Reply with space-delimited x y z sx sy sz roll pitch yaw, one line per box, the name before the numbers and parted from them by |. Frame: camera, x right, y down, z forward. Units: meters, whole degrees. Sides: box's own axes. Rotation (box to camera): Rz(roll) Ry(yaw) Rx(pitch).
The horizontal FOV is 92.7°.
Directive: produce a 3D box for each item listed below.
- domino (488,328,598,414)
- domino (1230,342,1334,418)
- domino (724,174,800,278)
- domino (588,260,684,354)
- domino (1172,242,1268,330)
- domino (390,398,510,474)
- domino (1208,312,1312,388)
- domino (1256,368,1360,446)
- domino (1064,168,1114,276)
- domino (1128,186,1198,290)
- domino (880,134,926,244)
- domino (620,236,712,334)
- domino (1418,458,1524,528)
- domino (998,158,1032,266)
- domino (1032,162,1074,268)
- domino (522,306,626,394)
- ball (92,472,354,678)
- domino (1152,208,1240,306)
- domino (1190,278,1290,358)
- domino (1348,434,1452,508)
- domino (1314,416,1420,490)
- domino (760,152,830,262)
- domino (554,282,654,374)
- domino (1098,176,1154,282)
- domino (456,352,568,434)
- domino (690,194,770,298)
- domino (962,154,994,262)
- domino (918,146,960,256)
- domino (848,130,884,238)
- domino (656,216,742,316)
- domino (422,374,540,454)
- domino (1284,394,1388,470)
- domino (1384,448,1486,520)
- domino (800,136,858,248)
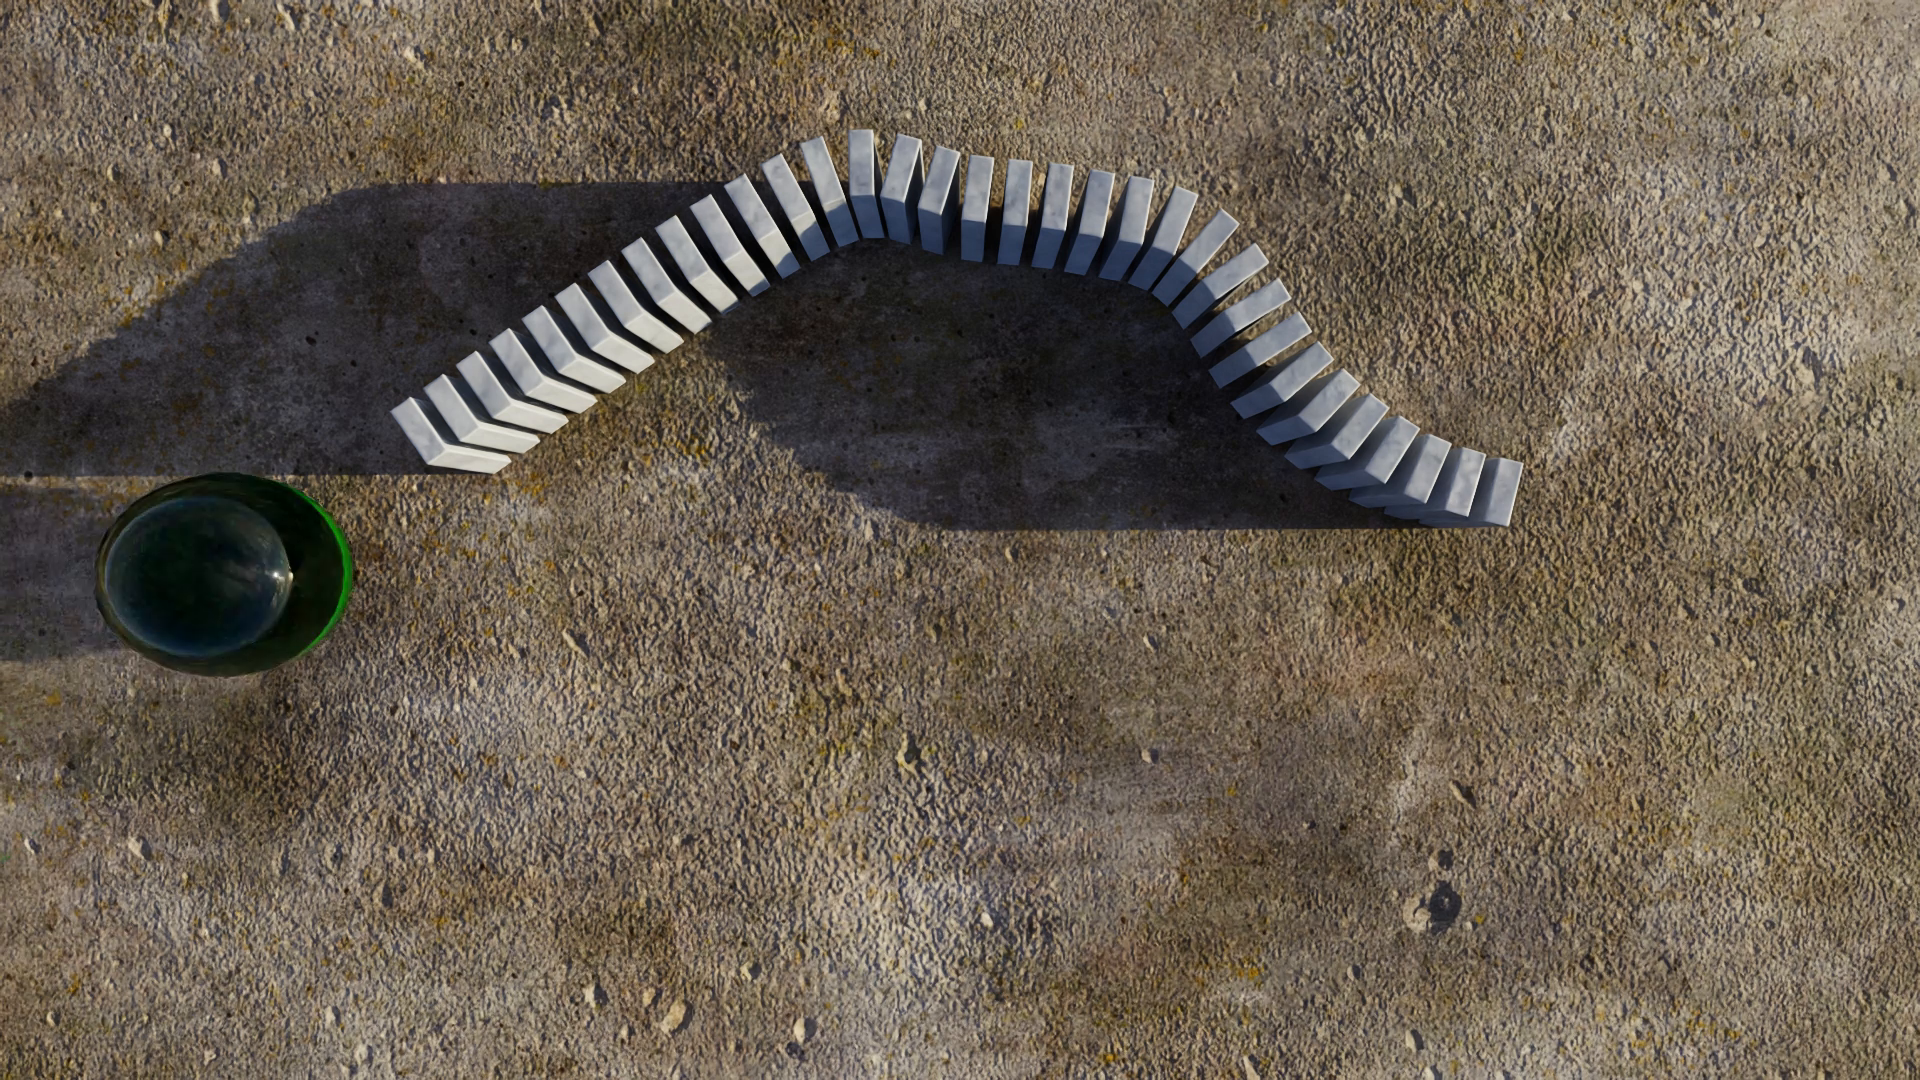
domino | -0.169 -0.068 0.375 0.009 0.050 0.025 -35 90 0
domino | 0.130 -0.064 0.375 0.025 0.050 0.010 -41 90 0
domino | -0.080 -0.127 0.375 0.009 0.050 0.025 -31 90 0
domino | -0.131 -0.094 0.375 0.010 0.050 0.025 -35 90 0
domino | 0.105 -0.103 0.375 0.025 0.050 0.010 -35 90 0
domino | -0.207 -0.042 0.375 0.009 0.050 0.025 -35 90 0
domino | 0.121 -0.077 0.375 0.025 0.050 0.009 -33 90 0
domino | 0.141 -0.053 0.375 0.010 0.050 0.025 43 90 0
domino | 0.052 -0.129 0.375 0.009 0.050 0.025 11 90 0
domino | 0.082 -0.122 0.375 0.010 0.050 0.025 22 90 0
domino | -0.023 -0.142 0.375 0.009 0.050 0.025 15 90 0
domino | -0.119 -0.103 0.375 0.009 0.050 0.025 -34 90 0
domino | 0.208 -0.018 0.375 0.009 0.050 0.025 14 90 0
domino | 0.022 -0.133 0.375 0.009 0.050 0.025 5 90 0
domino | 0.037 -0.131 0.375 0.009 0.050 0.025 7 90 0
domino | -0.157 -0.077 0.375 0.010 0.050 0.025 -35 90 0
ball | -0.286 0.014 0.360 0.080 0.080 0.080 0 90 0
domino | 0.095 -0.114 0.375 0.010 0.050 0.025 41 90 0
domino | 0.113 -0.090 0.375 0.025 0.050 0.009 -31 90 0
domino | 0.179 -0.027 0.375 0.010 0.050 0.025 23 90 0
domino | 0.165 -0.035 0.375 0.009 0.050 0.025 32 90 0
domino | -0.067 -0.135 0.375 0.009 0.050 0.025 -28 90 0
domino | -0.144 -0.085 0.375 0.010 0.050 0.025 -35 90 0
domino | 0.067 -0.126 0.375 0.010 0.050 0.025 10 90 0
domino | -0.182 -0.059 0.375 0.010 0.050 0.025 -35 90 0
domino | -0.093 -0.119 0.375 0.009 0.050 0.025 -31 90 0
domino | 0.007 -0.134 0.375 0.010 0.050 0.025 7 90 0
domino | -0.008 -0.138 0.375 0.009 0.050 0.025 17 90 0
domino | -0.038 -0.144 0.375 0.009 0.050 0.025 -2 90 0
domino | -0.106 -0.111 0.375 0.009 0.050 0.025 -32 90 0
domino | -0.194 -0.050 0.375 0.009 0.050 0.025 -35 90 0
domino | 0.153 -0.043 0.375 0.010 0.050 0.025 38 90 0
domino | 0.193 -0.022 0.375 0.009 0.050 0.025 16 90 0
domino | -0.053 -0.141 0.375 0.010 0.050 0.025 -20 90 0
